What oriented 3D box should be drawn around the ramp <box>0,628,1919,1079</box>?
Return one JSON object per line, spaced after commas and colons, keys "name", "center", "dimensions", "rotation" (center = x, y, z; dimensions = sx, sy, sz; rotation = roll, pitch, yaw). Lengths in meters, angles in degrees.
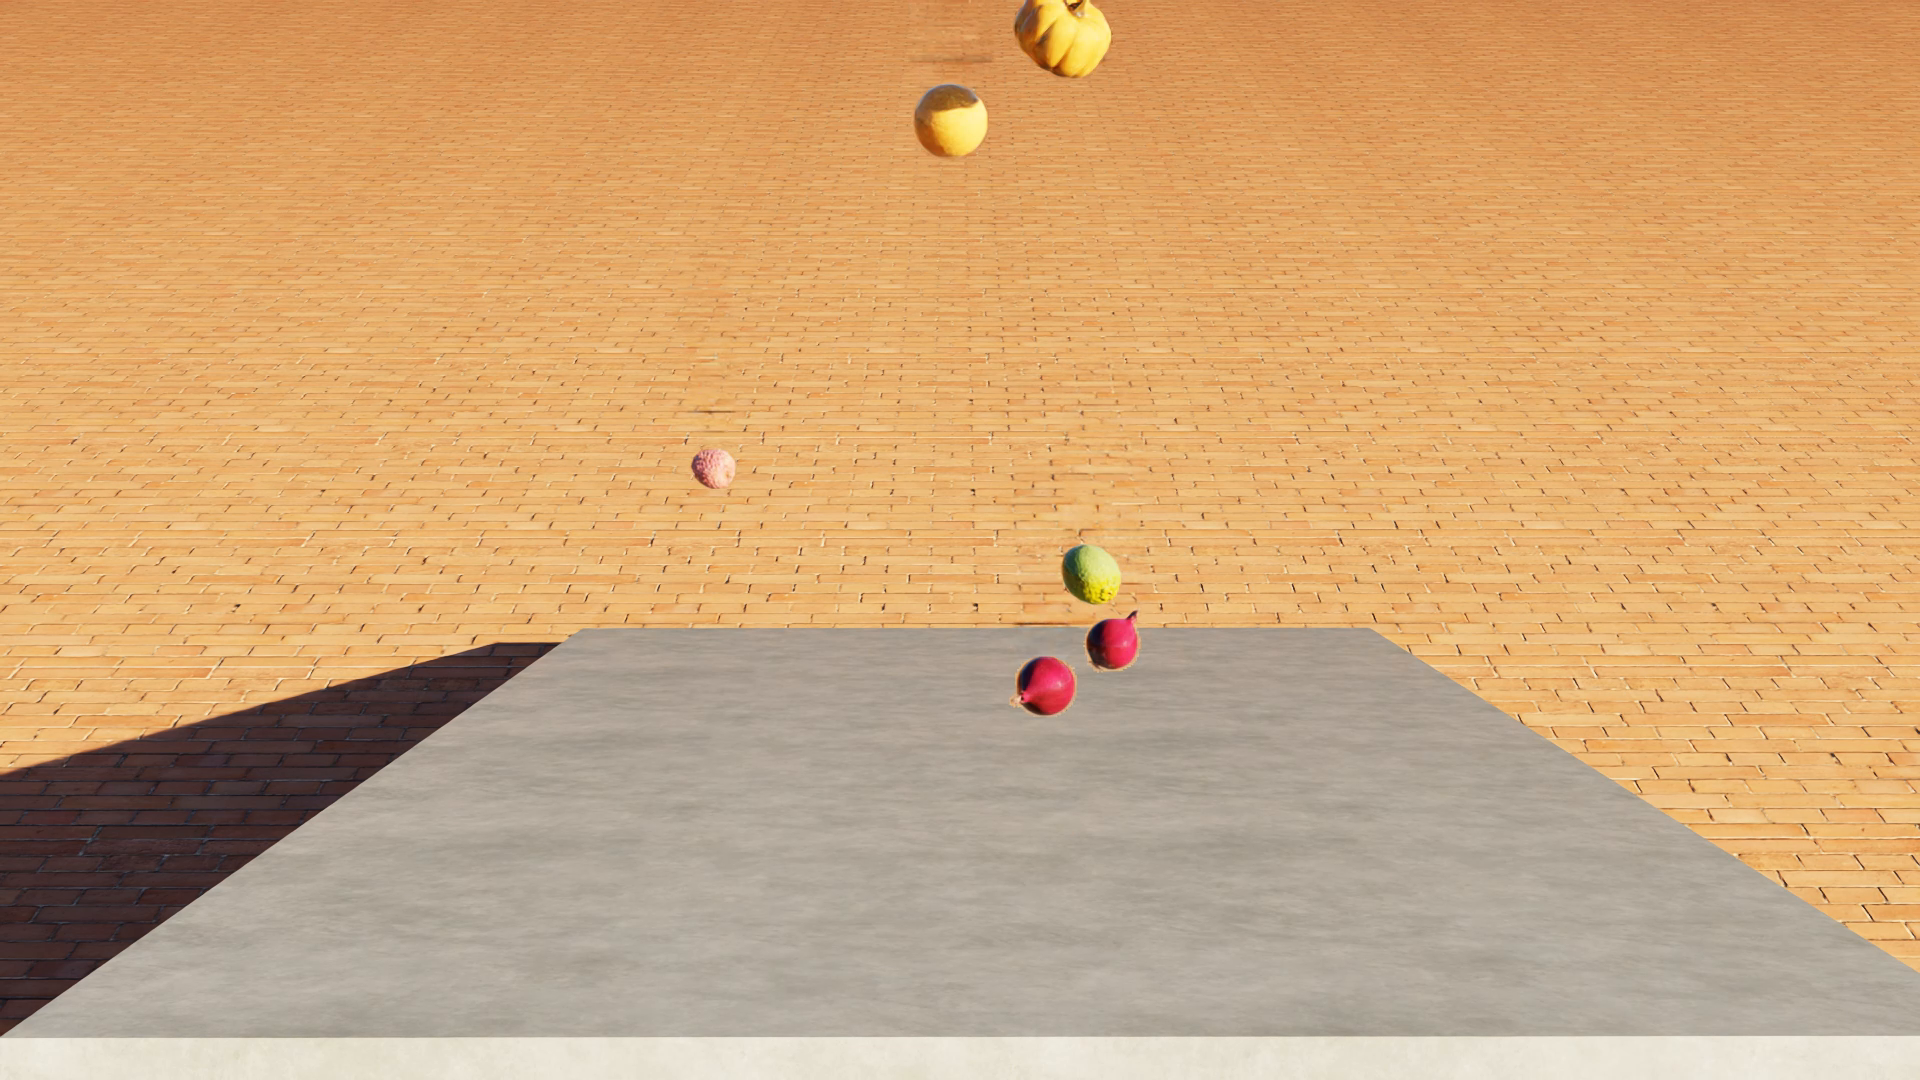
{"name": "ramp", "center": [0.045, 0.407, 4.538], "dimensions": [2.000, 0.100, 4.000], "rotation": [0, 4, 0]}
